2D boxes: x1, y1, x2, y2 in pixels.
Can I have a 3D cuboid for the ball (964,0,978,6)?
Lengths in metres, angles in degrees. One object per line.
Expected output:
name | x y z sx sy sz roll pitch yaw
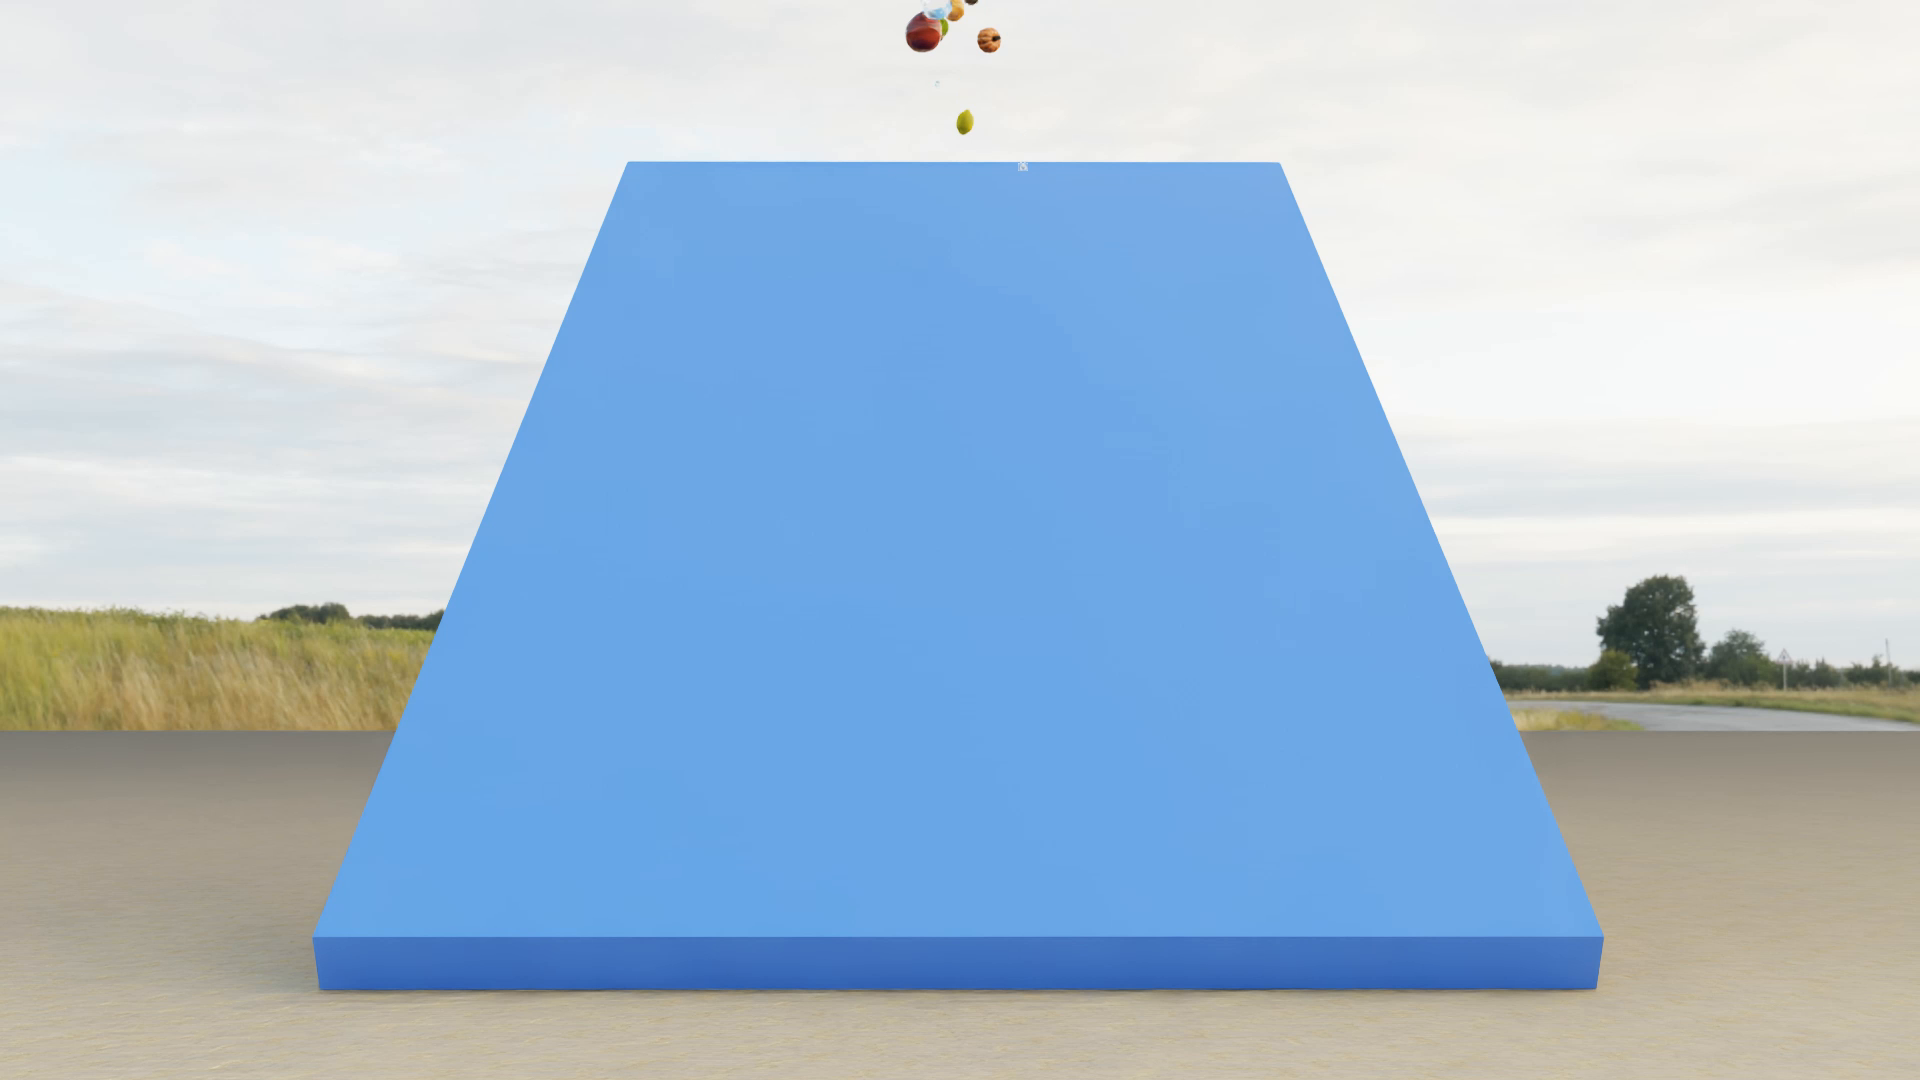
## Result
ball | 0.033 -1.599 6.938 0.054 0.054 0.054 0 -4 0

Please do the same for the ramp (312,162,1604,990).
ramp | -0.010 -0.228 5.470 2.000 0.100 4.000 0 26 0

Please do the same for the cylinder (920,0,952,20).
cylinder | -0.070 -1.559 6.794 0.086 0.086 0.086 -8 -31 -5
